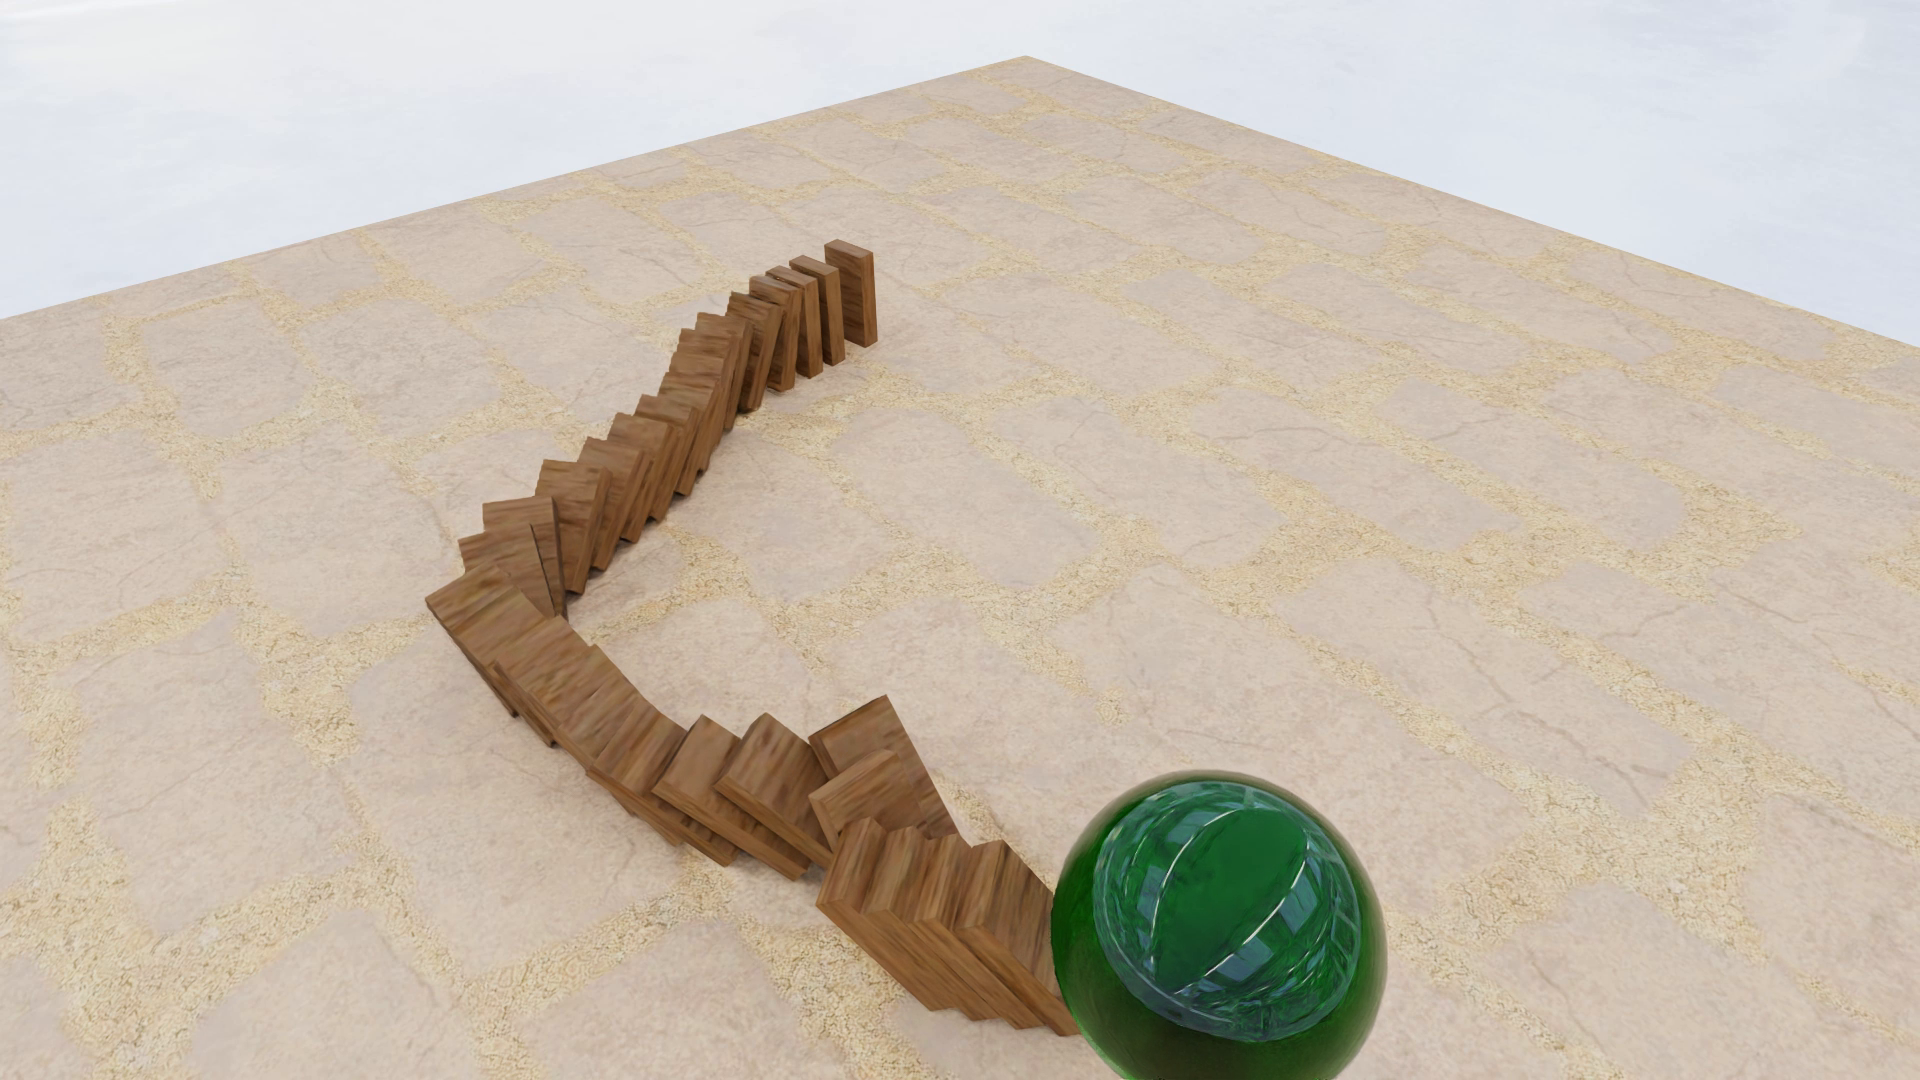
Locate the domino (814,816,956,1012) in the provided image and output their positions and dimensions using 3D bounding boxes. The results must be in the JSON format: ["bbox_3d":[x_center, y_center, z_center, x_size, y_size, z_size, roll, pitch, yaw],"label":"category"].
[{"bbox_3d":[-0.016,0.100,0.293,0.009,0.050,0.025,-23,29,30],"label":"domino"}]

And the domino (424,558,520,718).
[{"bbox_3d":[-0.158,0.034,0.381,0.025,0.009,0.050,-37,83,-29],"label":"domino"}]

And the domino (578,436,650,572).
[{"bbox_3d":[-0.146,-0.015,0.440,0.025,0.010,0.050,14,76,16],"label":"domino"}]

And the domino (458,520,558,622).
[{"bbox_3d":[-0.161,0.021,0.397,0.025,0.010,0.050,-17,76,-16],"label":"domino"}]

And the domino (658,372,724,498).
[{"bbox_3d":[-0.122,-0.046,0.476,0.025,0.009,0.050,14,81,16],"label":"domino"}]

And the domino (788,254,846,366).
[{"bbox_3d":[-0.071,-0.115,0.552,0.025,0.050,0.010,27,47,29],"label":"domino"}]

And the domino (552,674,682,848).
[{"bbox_3d":[-0.097,0.068,0.340,0.050,0.010,0.025,43,48,-3],"label":"domino"}]

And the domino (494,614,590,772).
[{"bbox_3d":[-0.126,0.051,0.361,0.050,0.010,0.025,46,54,4],"label":"domino"}]

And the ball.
[{"bbox_3d":[0.062,0.097,0.270,0.080,0.080,0.080,0,39,0],"label":"ball"}]

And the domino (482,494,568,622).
[{"bbox_3d":[-0.163,0.009,0.411,0.025,0.010,0.050,-9,74,-10],"label":"domino"}]

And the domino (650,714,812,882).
[{"bbox_3d":[-0.063,0.077,0.329,0.050,0.010,0.025,36,42,-10],"label":"domino"}]

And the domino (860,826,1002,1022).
[{"bbox_3d":[-0.004,0.102,0.290,0.010,0.050,0.025,-23,29,30],"label":"domino"}]

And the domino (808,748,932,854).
[{"bbox_3d":[-0.021,0.087,0.307,0.025,0.050,0.009,-30,18,-31],"label":"domino"}]

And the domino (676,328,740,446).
[{"bbox_3d":[-0.119,-0.070,0.502,0.025,0.050,0.010,10,-2,12],"label":"domino"}]

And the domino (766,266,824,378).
[{"bbox_3d":[-0.081,-0.107,0.542,0.025,0.050,0.009,25,43,27],"label":"domino"}]

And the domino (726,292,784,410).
[{"bbox_3d":[-0.102,-0.090,0.523,0.025,0.050,0.010,22,14,25],"label":"domino"}]

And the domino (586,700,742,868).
[{"bbox_3d":[-0.084,0.073,0.332,0.050,0.010,0.025,37,48,-9],"label":"domino"}]

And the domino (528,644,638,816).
[{"bbox_3d":[-0.111,0.060,0.351,0.050,0.010,0.025,47,52,5],"label":"domino"}]

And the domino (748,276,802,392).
[{"bbox_3d":[-0.091,-0.100,0.533,0.025,0.050,0.009,24,30,26],"label":"domino"}]

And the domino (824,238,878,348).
[{"bbox_3d":[-0.056,-0.127,0.566,0.025,0.050,0.009,28,47,30],"label":"domino"}]

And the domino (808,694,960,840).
[{"bbox_3d":[-0.022,0.074,0.328,0.025,0.010,0.050,-26,87,-33],"label":"domino"}]

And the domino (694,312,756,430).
[{"bbox_3d":[-0.114,-0.079,0.512,0.025,0.050,0.010,13,0,15],"label":"domino"}]

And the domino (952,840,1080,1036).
[{"bbox_3d":[0.019,0.104,0.287,0.010,0.050,0.025,-23,29,30],"label":"domino"}]

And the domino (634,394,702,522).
[{"bbox_3d":[-0.130,-0.035,0.464,0.025,0.009,0.050,14,78,16],"label":"domino"}]

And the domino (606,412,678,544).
[{"bbox_3d":[-0.137,-0.026,0.453,0.025,0.010,0.050,14,78,16],"label":"domino"}]

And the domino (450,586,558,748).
[{"bbox_3d":[-0.144,0.042,0.371,0.050,0.010,0.025,46,59,4],"label":"domino"}]

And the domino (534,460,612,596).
[{"bbox_3d":[-0.154,-0.005,0.428,0.025,0.009,0.050,7,76,10],"label":"domino"}]

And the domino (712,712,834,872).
[{"bbox_3d":[-0.046,0.077,0.327,0.050,0.009,0.025,40,41,-11],"label":"domino"}]

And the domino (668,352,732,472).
[{"bbox_3d":[-0.120,-0.057,0.489,0.025,0.009,0.050,10,82,12],"label":"domino"}]

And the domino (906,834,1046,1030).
[{"bbox_3d":[0.007,0.103,0.289,0.010,0.050,0.025,-23,29,30],"label":"domino"}]
